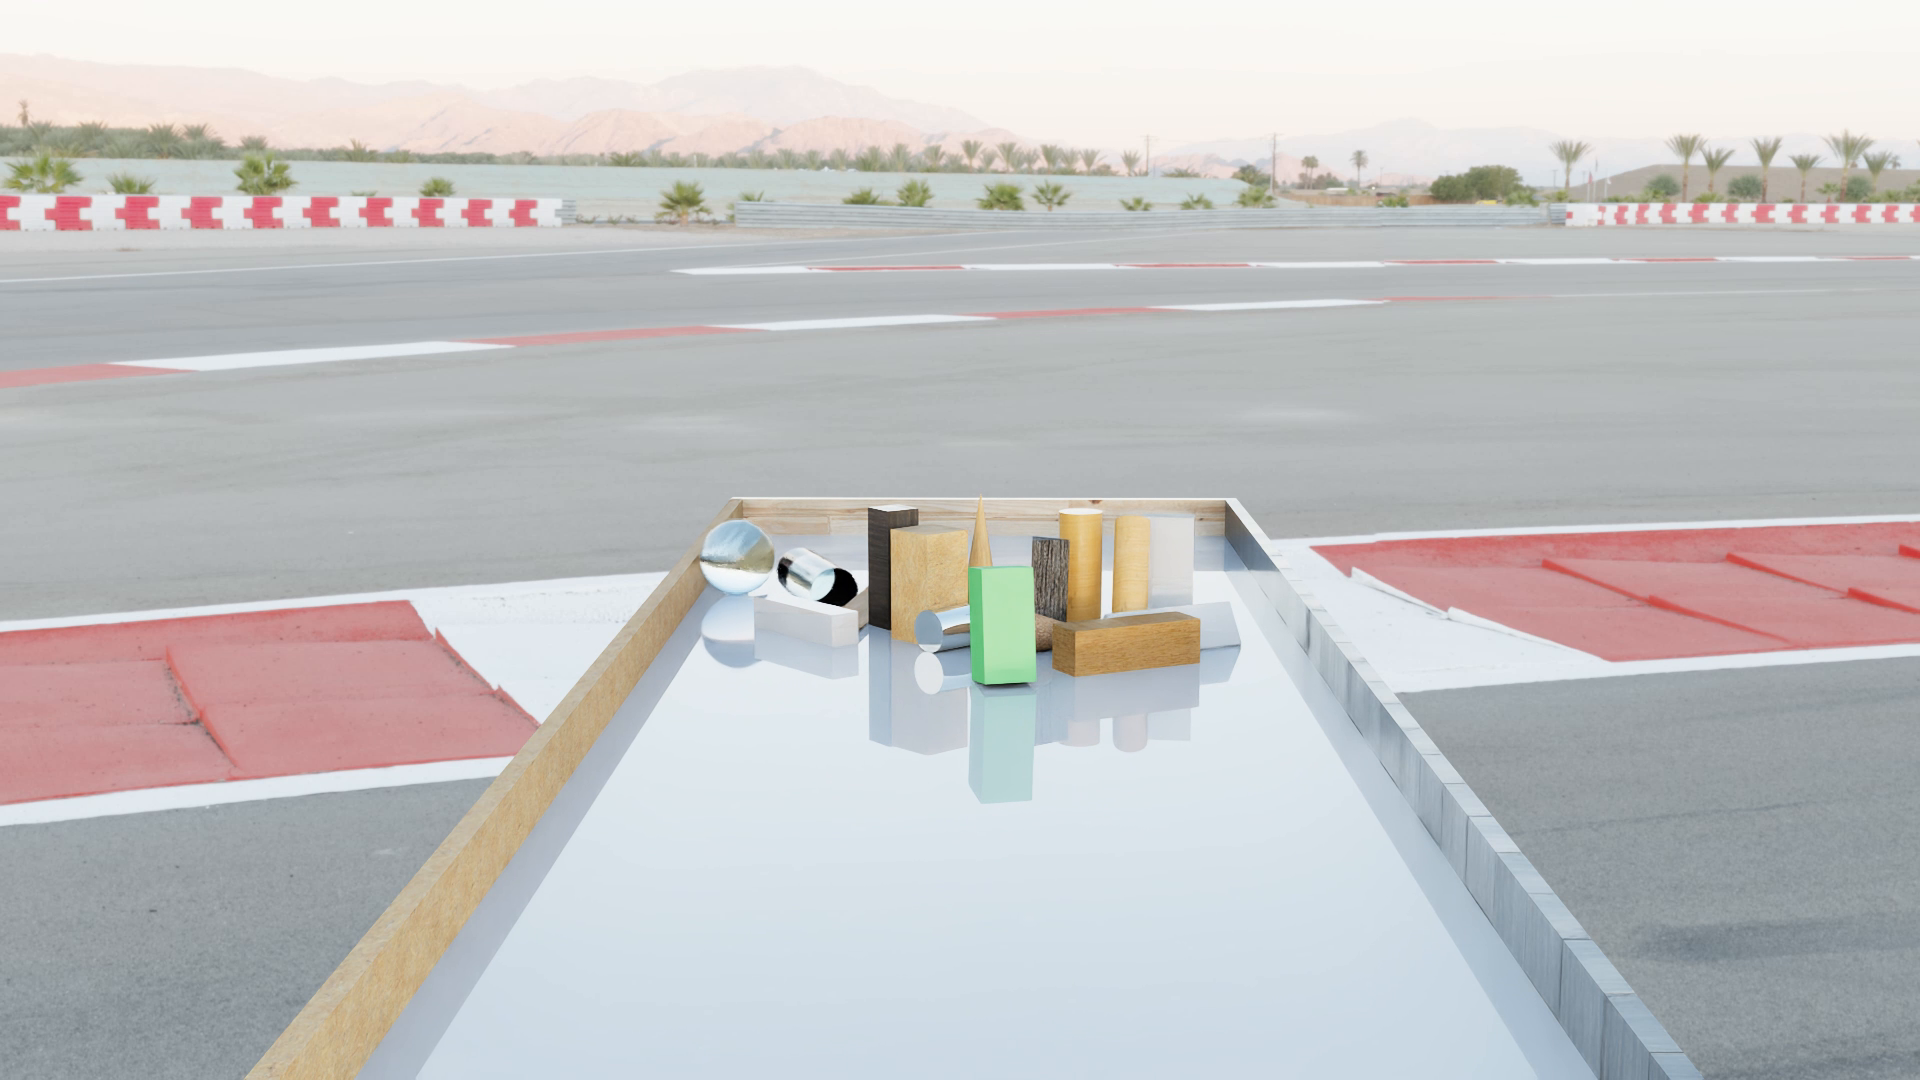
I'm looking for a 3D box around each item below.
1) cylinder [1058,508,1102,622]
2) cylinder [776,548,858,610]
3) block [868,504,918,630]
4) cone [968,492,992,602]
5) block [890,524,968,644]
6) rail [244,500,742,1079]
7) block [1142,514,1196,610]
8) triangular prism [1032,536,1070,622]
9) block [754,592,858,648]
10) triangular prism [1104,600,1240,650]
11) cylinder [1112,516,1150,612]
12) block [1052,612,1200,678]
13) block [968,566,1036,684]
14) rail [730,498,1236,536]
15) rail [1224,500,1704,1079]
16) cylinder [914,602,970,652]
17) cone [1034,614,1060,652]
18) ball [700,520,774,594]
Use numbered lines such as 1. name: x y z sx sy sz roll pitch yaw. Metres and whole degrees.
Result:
1. cylinder: 0.393 0.097 7.172 0.141 0.384 0.141 0 9 0
2. cylinder: -0.494 0.143 7.578 0.166 0.166 0.443 -3 10 -19
3. block: -0.218 0.088 7.208 0.120 0.391 0.120 -6 11 -35
4. cone: 0.068 0.060 7.212 0.147 0.445 0.147 0 9 0
5. block: -0.097 0.141 6.994 0.173 0.353 0.173 -8 12 -42
6. rail: -1.004 0.839 3.234 0.050 0.150 12.000 0 9 1
7. block: 0.680 0.098 7.206 0.172 0.358 0.172 1 5 7
8. triangular prism: 0.256 0.155 6.984 0.133 0.324 0.116 -1 6 -28
9. block: -0.498 0.255 7.069 0.103 0.103 0.429 -7 12 -39
10. triangular prism: 0.648 0.272 6.861 0.457 0.127 0.147 -5 10 -27
11. cylinder: 0.545 0.119 7.018 0.114 0.377 0.114 3 -17 1
12. block: 0.502 0.311 6.611 0.435 0.137 0.137 -5 10 -27
13. block: 0.122 0.243 6.371 0.153 0.329 0.153 -2 2 -14
14. rail: 0.099 -0.098 9.147 2.100 0.150 0.050 0 9 1
15. rail: 1.046 0.843 3.208 0.050 0.150 12.000 0 9 1
16. cylinder: 0.028 0.264 6.919 0.343 0.133 0.133 -8 12 -43
17. cone: 0.334 0.298 6.898 0.405 0.145 0.145 6 4 -36
18. ball: -0.787 0.062 7.776 0.264 0.264 0.264 0 9 0
